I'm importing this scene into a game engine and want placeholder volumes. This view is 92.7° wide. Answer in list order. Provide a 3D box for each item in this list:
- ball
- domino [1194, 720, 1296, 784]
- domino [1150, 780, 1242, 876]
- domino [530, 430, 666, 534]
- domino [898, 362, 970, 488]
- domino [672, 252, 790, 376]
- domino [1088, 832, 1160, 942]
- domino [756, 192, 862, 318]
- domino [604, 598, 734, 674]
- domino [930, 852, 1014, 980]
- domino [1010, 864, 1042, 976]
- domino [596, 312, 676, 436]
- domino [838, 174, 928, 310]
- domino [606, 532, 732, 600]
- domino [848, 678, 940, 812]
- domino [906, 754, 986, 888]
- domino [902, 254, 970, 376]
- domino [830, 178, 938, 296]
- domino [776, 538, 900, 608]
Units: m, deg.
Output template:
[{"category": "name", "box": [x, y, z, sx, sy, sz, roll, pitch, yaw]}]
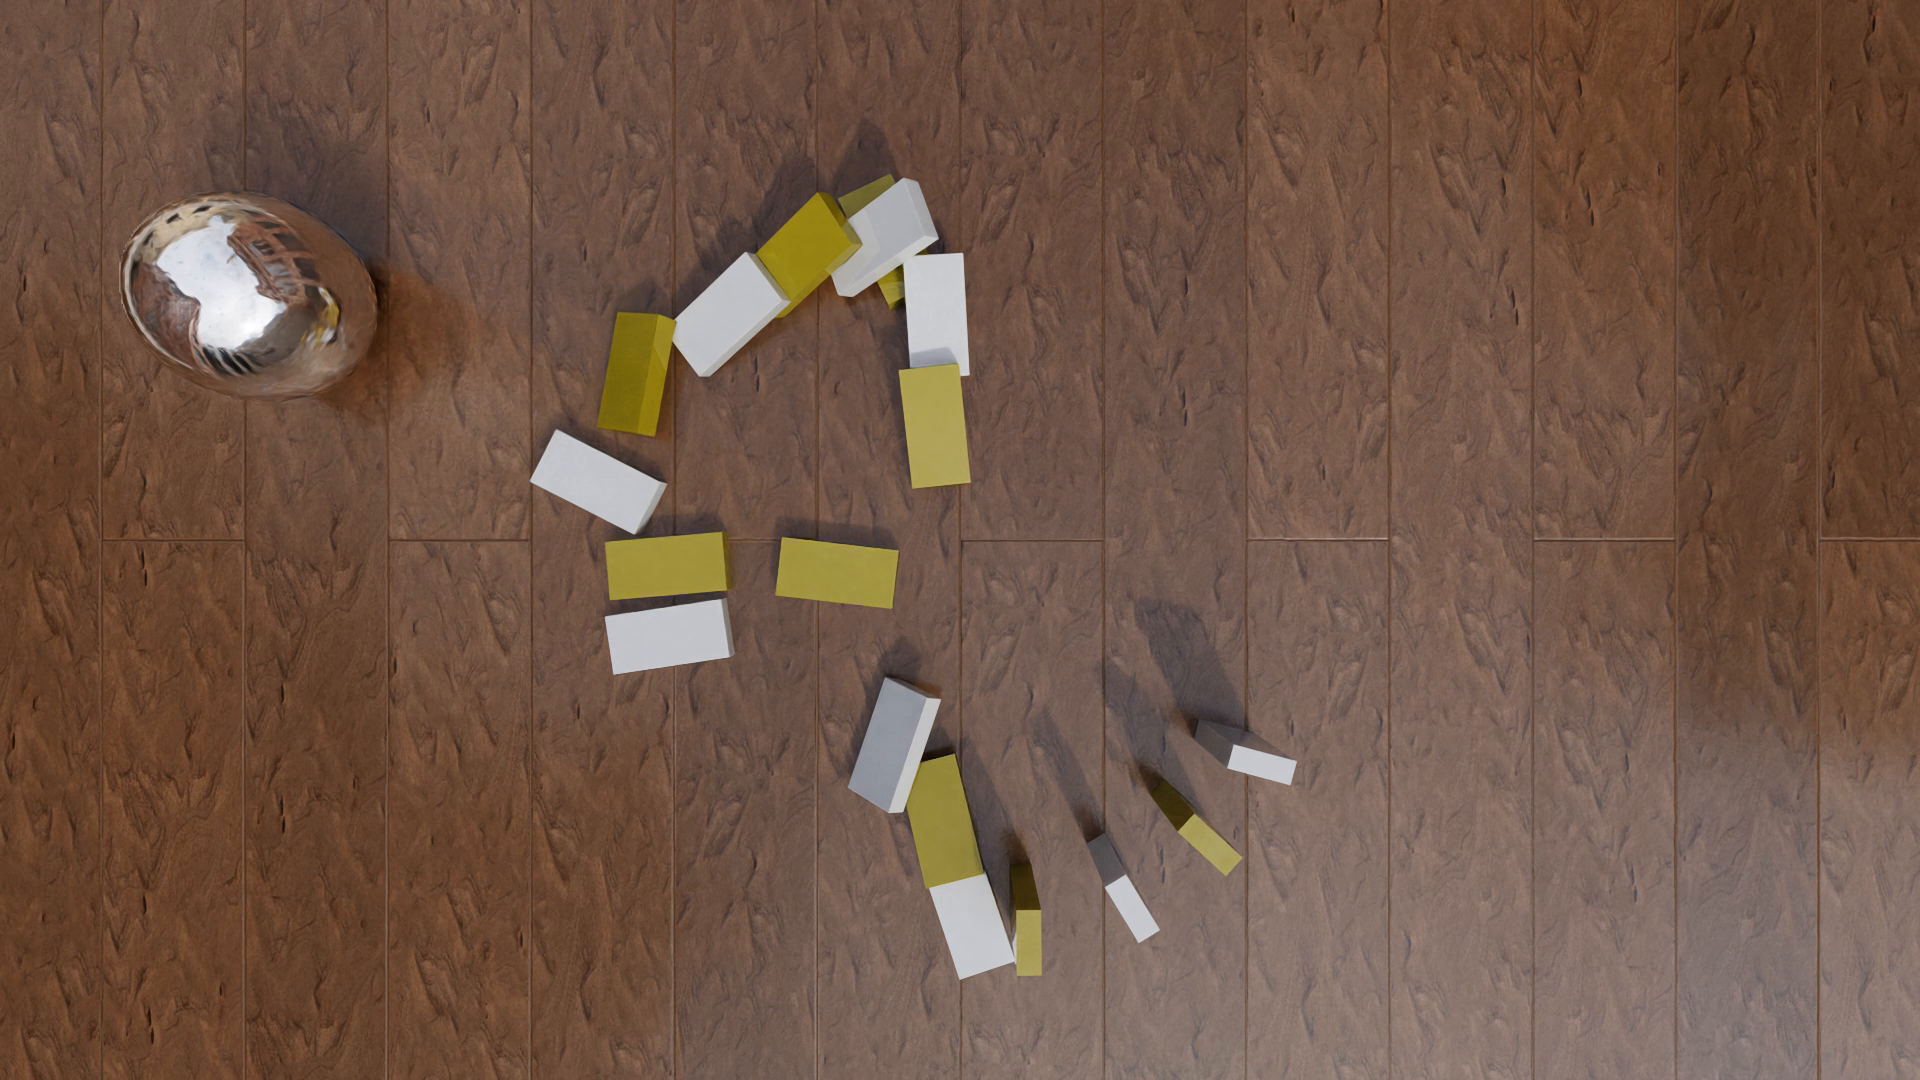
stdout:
[{"category": "ball", "box": [-0.276, -0.095, 0.360, 0.080, 0.080, 0.080, 0, 90, 0]}, {"category": "domino", "box": [0.115, 0.086, 0.375, 0.025, 0.050, 0.009, 15, 90, 0]}, {"category": "domino", "box": [0.096, 0.116, 0.375, 0.025, 0.050, 0.009, 43, 90, 0]}, {"category": "domino", "box": [-0.156, -0.025, 0.395, 0.050, 0.010, 0.025, 27, 90, 0]}, {"category": "domino", "box": [-0.010, -0.048, 0.389, 0.025, 0.010, 0.050, -6, 105, 0]}, {"category": "domino", "box": [-0.099, -0.095, 0.388, 0.050, 0.010, 0.025, -37, 90, 17]}, {"category": "domino", "box": [0.066, 0.141, 0.375, 0.010, 0.050, 0.025, -31, 90, 0]}, {"category": "domino", "box": [-0.067, -0.119, 0.384, 0.050, 0.010, 0.025, -33, 90, 28]}, {"category": "domino", "box": [-0.125, 0.041, 0.395, 0.050, 0.010, 0.025, -9, 90, 0]}, {"category": "domino", "box": [0.004, 0.160, 0.395, 0.025, 0.009, 0.050, -18, 90, 0]}, {"category": "domino", "box": [0.026, 0.154, 0.375, 0.010, 0.050, 0.025, 0, 90, 0]}, {"category": "domino", "box": [-0.138, -0.071, 0.390, 0.025, 0.009, 0.050, 10, 90, 29]}, {"category": "domino", "box": [-0.030, -0.128, 0.395, 0.025, 0.010, 0.050, -25, 90, 0]}, {"category": "domino", "box": [-0.125, 0.011, 0.395, 0.050, 0.009, 0.025, -5, 90, 0]}, {"category": "domino", "box": [-0.028, 0.086, 0.389, 0.025, 0.009, 0.050, 19, 90, 38]}, {"category": "domino", "box": [-0.008, 0.119, 0.390, 0.025, 0.010, 0.050, -15, 77, 1]}, {"category": "domino", "box": [-0.010, -0.095, 0.389, 0.025, 0.010, 0.050, -4, 102, -5]}, {"category": "domino", "box": [-0.034, -0.124, 0.378, 0.050, 0.009, 0.025, -23, 85, 35]}, {"category": "domino", "box": [-0.052, 0.014, 0.395, 0.050, 0.010, 0.025, 7, 90, 0]}]
